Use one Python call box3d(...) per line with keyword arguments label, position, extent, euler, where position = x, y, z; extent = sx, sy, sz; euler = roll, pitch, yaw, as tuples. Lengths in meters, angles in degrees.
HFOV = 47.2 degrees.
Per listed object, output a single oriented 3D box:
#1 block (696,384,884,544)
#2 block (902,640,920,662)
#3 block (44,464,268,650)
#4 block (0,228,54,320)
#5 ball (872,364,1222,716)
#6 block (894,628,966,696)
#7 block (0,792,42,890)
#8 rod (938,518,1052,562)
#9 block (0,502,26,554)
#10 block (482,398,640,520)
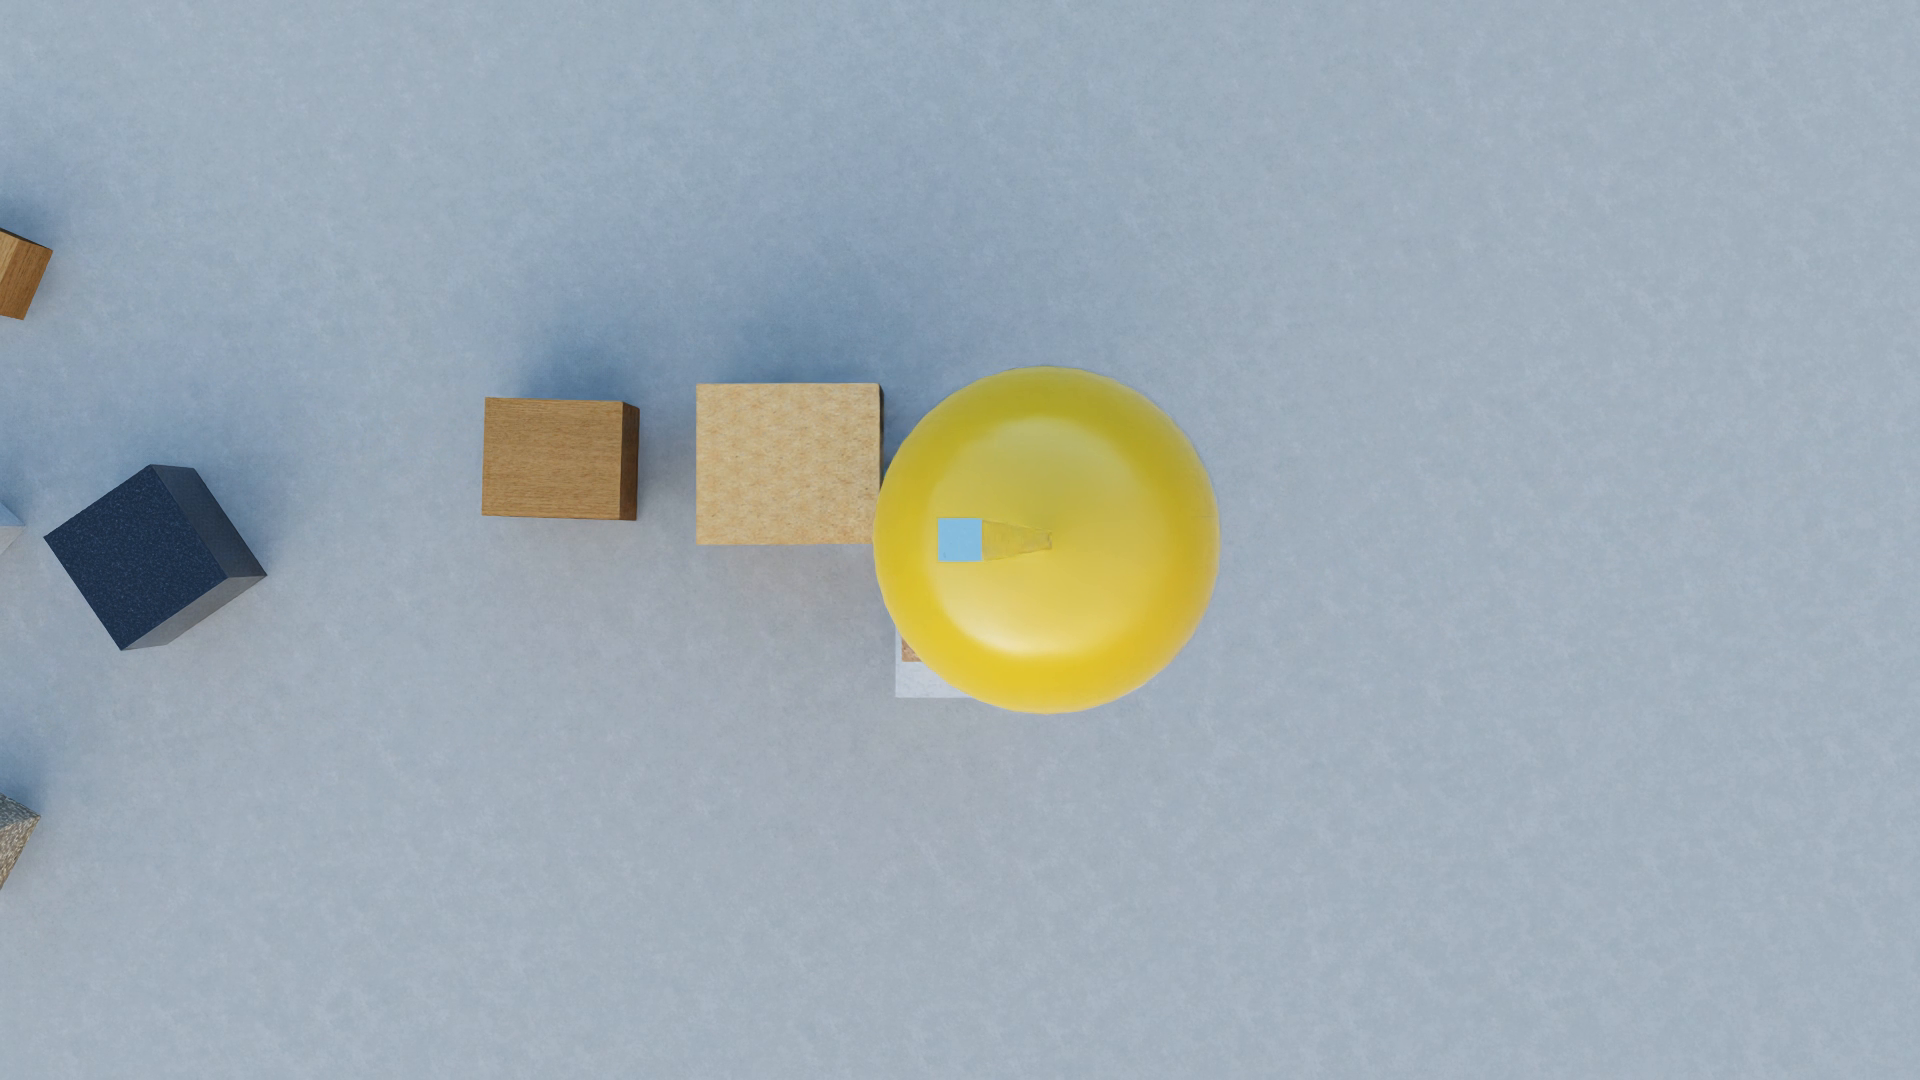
box3d(label="block", position=(-0.952, -0.420, 12.580), extent=(1.010, 0.841, 0.890), euler=(0, 90, 0))
box3d(label="block", position=(0.004, 0.337, 11.829), extent=(0.623, 0.643, 0.610), euler=(0, 90, 0))
box3d(label="block", position=(-4.609, 0.098, 12.647), extent=(0.726, 0.706, 0.770), euler=(-34, 90, 0))
box3d(label="block", position=(-5.674, -1.603, 12.762), extent=(0.492, 0.476, 0.450), euler=(23, 90, 0))
box3d(label="ball", position=(0.397, 0.000, 10.063), extent=(1.600, 1.600, 1.600), euler=(0, 90, 0))
box3d(label="block", position=(0.014, 0.450, 12.575), extent=(0.747, 0.849, 0.833), euler=(0, 90, 0))
box3d(label="block", position=(-5.773, 1.742, 12.693), extent=(0.497, 0.614, 0.533), euler=(29, 90, 0))
box3d(label="rod", position=(0.172, 0.000, 6.671), extent=(0.080, 5.200, 0.080), euler=(0, 90, 4))
box3d(label="block", position=(-5.961, -0.036, 12.706), extent=(0.593, 0.588, 0.667), euler=(43, 90, 0))
box3d(label="block", position=(-2.290, -0.458, 12.673), extent=(0.774, 0.654, 0.663), euler=(2, 90, 0))
